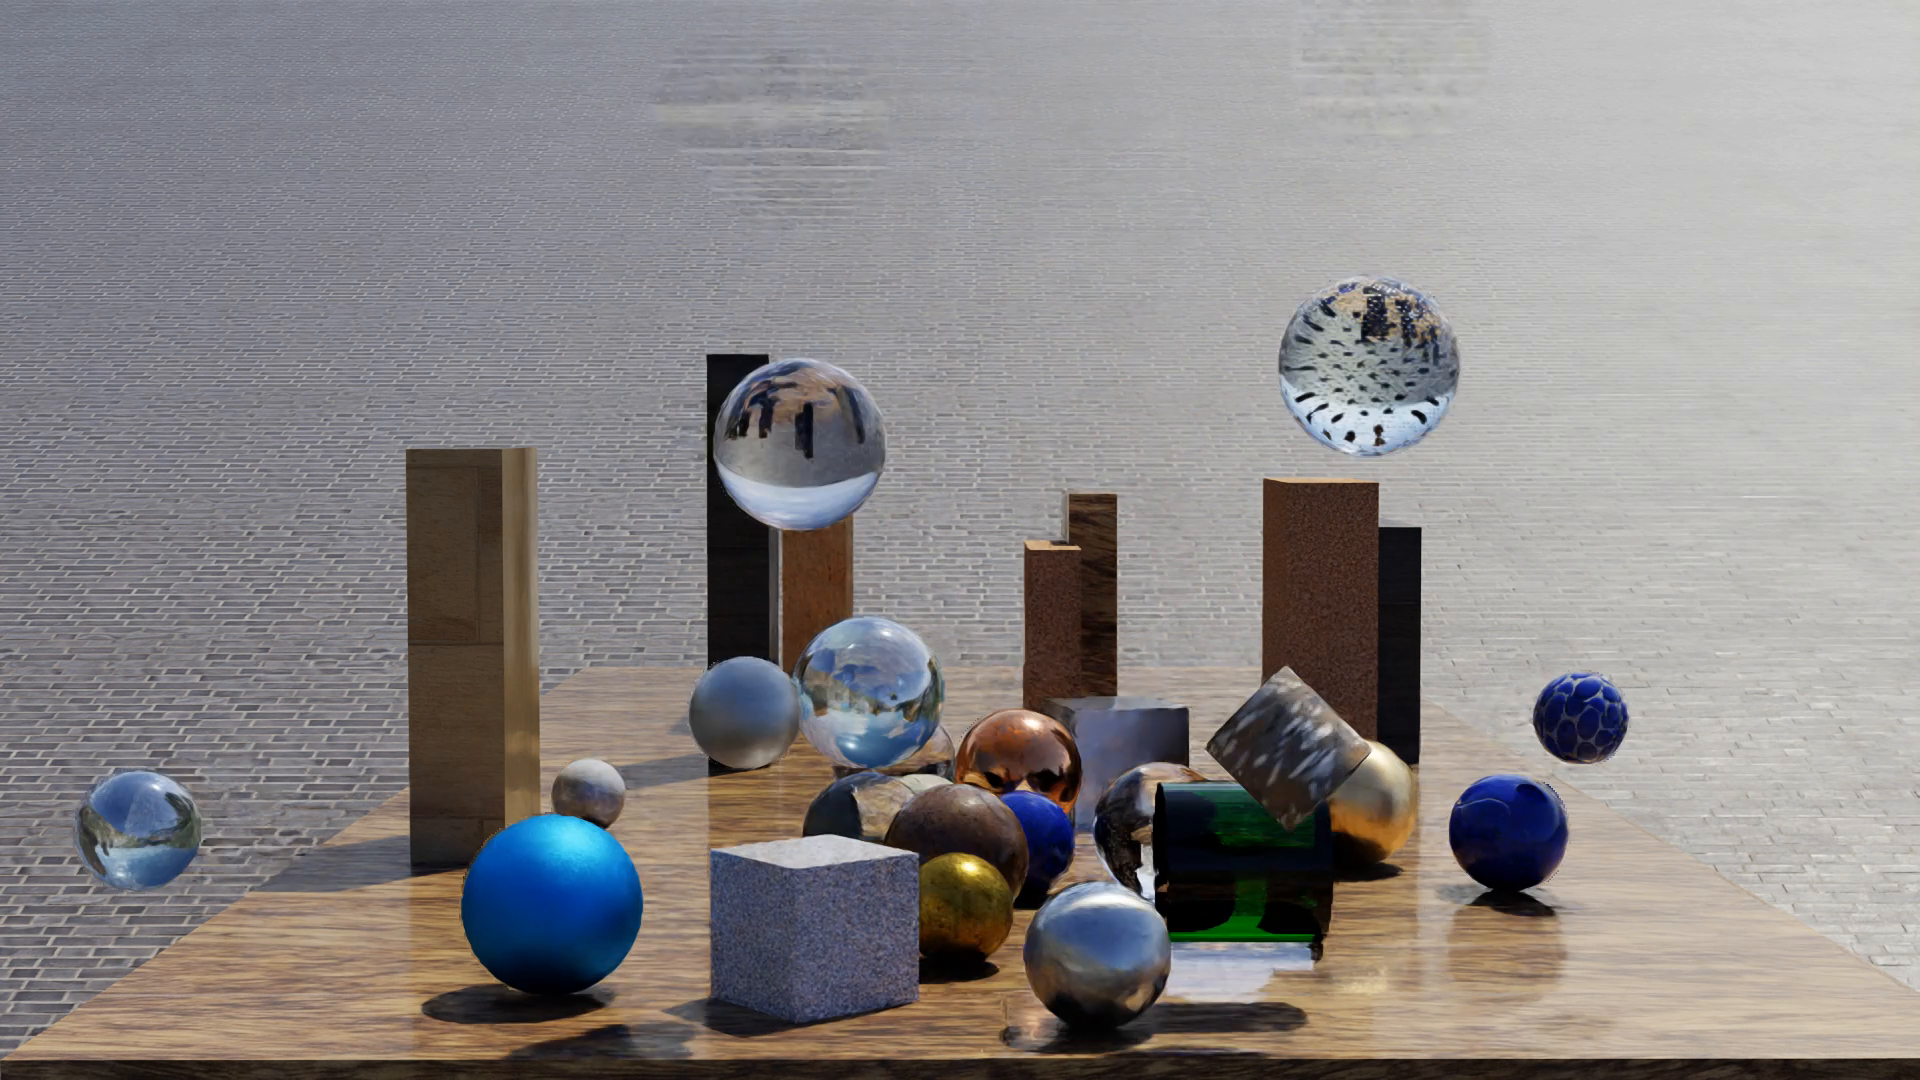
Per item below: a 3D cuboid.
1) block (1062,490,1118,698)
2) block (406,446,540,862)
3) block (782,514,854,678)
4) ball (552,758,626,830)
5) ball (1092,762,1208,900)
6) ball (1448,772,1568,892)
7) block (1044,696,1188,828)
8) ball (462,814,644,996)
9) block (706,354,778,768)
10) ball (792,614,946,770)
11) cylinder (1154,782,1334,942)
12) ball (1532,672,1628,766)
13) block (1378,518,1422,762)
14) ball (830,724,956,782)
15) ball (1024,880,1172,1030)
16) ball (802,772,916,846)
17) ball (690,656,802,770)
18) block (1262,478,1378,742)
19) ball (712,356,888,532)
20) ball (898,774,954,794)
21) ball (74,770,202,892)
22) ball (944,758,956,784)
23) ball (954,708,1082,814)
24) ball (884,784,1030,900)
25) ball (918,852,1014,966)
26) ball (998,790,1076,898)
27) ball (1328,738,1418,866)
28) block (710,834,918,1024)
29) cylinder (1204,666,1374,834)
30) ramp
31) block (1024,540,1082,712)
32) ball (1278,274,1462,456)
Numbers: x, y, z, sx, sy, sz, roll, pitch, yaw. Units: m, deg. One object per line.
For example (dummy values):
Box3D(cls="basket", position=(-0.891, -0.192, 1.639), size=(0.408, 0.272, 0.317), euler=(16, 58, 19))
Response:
Box3D(cls="block", position=(0.235, 0.160, 4.693), size=(0.087, 0.498, 0.274), euler=(0, 3, 0))
Box3D(cls="block", position=(-0.717, 0.158, 3.809), size=(0.136, 0.587, 0.308), euler=(0, 3, 0))
Box3D(cls="block", position=(-0.307, 0.028, 5.597), size=(0.134, 0.678, 0.400), euler=(0, 3, 0))
Box3D(cls="ball", position=(-0.565, 0.390, 3.916), size=(0.113, 0.113, 0.113), euler=(0, 22, 0))
Box3D(cls="ball", position=(0.264, 0.381, 3.372), size=(0.181, 0.181, 0.181), euler=(0, 22, 0))
Box3D(cls="ball", position=(0.732, 0.390, 3.433), size=(0.157, 0.157, 0.157), euler=(0, 22, 0))
Box3D(cls="block", position=(0.244, 0.348, 4.061), size=(0.182, 0.182, 0.182), euler=(-1, 3, -14))
Box3D(cls="ball", position=(-0.446, 0.400, 2.819), size=(0.197, 0.197, 0.197), euler=(0, 22, 0))
Box3D(cls="block", position=(-0.400, 0.033, 4.757), size=(0.111, 0.746, 0.246), euler=(0, 3, 0))
Box3D(cls="ball", position=(-0.122, 0.202, 3.417), size=(0.206, 0.206, 0.206), euler=(0, 22, 0))
Box3D(cls="cylinder", position=(0.338, 0.388, 3.101), size=(0.193, 0.193, 0.193), euler=(0, 22, -1))
Box3D(cls="ball", position=(0.821, 0.236, 3.404), size=(0.123, 0.123, 0.123), euler=(0, 22, 0))
Box3D(cls="block", position=(0.784, 0.182, 4.913), size=(0.115, 0.433, 0.427), euler=(0, 3, 0))
Box3D(cls="ball", position=(-0.102, 0.347, 3.965), size=(0.194, 0.194, 0.194), euler=(0, 22, 0))
Box3D(cls="ball", position=(0.142, 0.429, 2.661), size=(0.153, 0.153, 0.153), euler=(0, 22, 0))
Box3D(cls="ball", position=(-0.120, 0.388, 3.341), size=(0.171, 0.171, 0.171), euler=(0, 22, 0))
Box3D(cls="ball", position=(-0.229, 0.184, 2.747), size=(0.121, 0.121, 0.121), euler=(0, 22, 0))
Box3D(cls="block", position=(0.536, 0.180, 3.851), size=(0.132, 0.538, 0.289), euler=(0, 3, 0))
Box3D(cls="ball", position=(-0.171, -0.102, 2.757), size=(0.187, 0.187, 0.187), euler=(0, 22, 0))
Box3D(cls="ball", position=(-0.052, 0.392, 3.492), size=(0.149, 0.149, 0.149), euler=(0, 22, 0))
Box3D(cls="ball", position=(-1.164, 0.411, 3.645), size=(0.172, 0.172, 0.172), euler=(0, 22, 0))
Box3D(cls="ball", position=(0.042, 0.378, 3.874), size=(0.140, 0.140, 0.140), euler=(0, 22, 0))
Box3D(cls="ball", position=(0.081, 0.321, 3.558), size=(0.177, 0.177, 0.177), euler=(0, 22, 0))
Box3D(cls="ball", position=(-0.005, 0.391, 3.173), size=(0.181, 0.181, 0.181), euler=(0, 22, 0))
Box3D(cls="ball", position=(-0.003, 0.426, 2.964), size=(0.131, 0.131, 0.131), euler=(0, 22, 0))
Box3D(cls="ball", position=(0.082, 0.401, 3.390), size=(0.140, 0.140, 0.140), euler=(0, 22, 0))
Box3D(cls="ball", position=(0.554, 0.368, 3.624), size=(0.182, 0.182, 0.182), euler=(0, 22, 0))
Box3D(cls="block", position=(-0.159, 0.418, 2.794), size=(0.162, 0.162, 0.162), euler=(-2, 3, -39))
Box3D(cls="cylinder", position=(0.359, 0.229, 2.808), size=(0.130, 0.130, 0.130), euler=(45, 37, 11))
Box3D(cls="ramp", position=(0.052, 0.467, 4.534), size=(2.000, 0.100, 4.000), euler=(0, 3, 0))
Box3D(cls="block", position=(0.162, 0.212, 4.557), size=(0.089, 0.407, 0.324), euler=(0, 3, 0))
Box3D(cls="ball", position=(0.434, -0.185, 2.733), size=(0.193, 0.193, 0.193), euler=(0, 22, 0))
